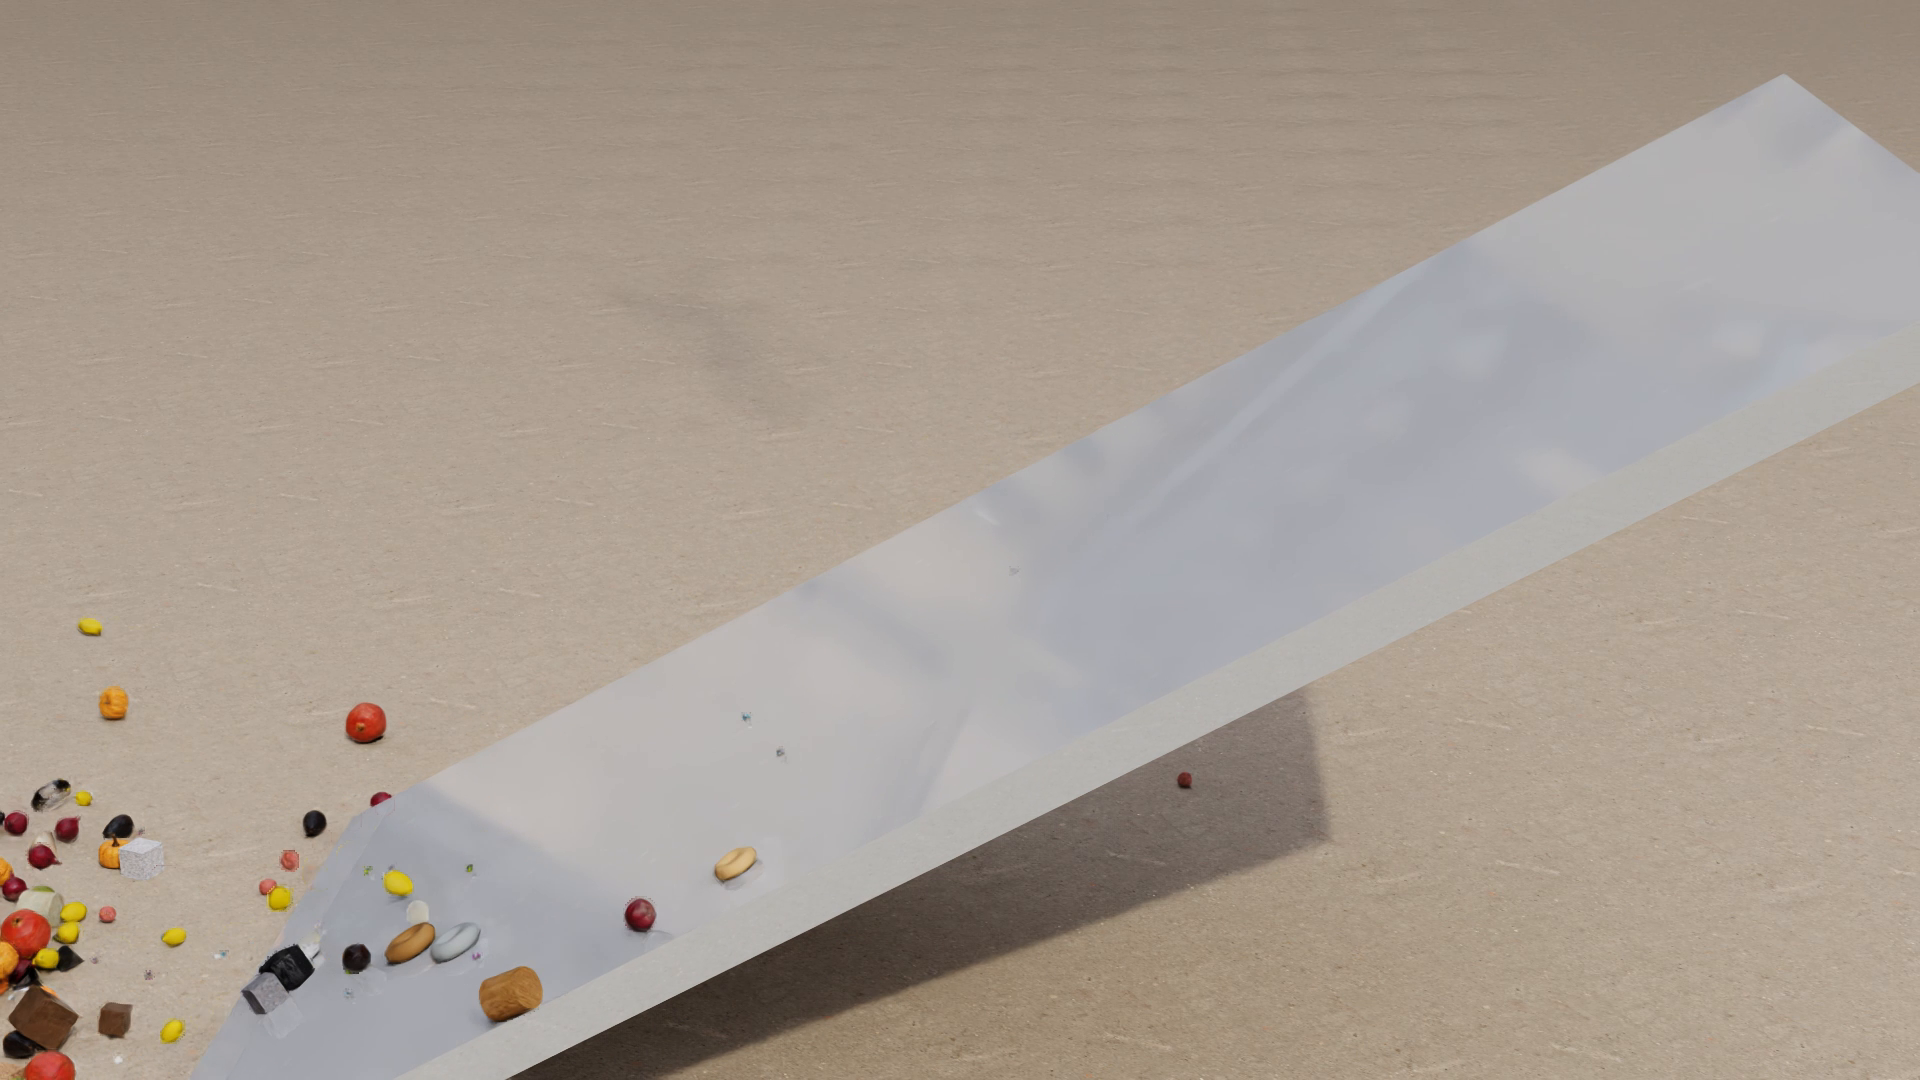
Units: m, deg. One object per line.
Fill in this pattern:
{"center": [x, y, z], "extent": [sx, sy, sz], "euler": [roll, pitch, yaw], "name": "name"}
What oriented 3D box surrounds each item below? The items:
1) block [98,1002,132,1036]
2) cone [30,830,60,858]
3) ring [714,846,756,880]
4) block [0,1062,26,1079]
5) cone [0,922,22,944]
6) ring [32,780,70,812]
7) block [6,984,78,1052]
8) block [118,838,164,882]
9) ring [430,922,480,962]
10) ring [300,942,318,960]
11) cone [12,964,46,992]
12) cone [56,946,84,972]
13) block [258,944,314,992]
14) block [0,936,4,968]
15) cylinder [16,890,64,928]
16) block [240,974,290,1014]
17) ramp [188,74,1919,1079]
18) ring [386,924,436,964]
{"center": [-1.908, 1.082, 6.642], "extent": [0.055, 0.055, 0.055], "euler": [8, 10, 1], "name": "block"}
{"center": [-2.347, 0.800, 7.588], "extent": [0.072, 0.072, 0.072], "euler": [37, 31, 18], "name": "cone"}
{"center": [-0.429, 0.617, 5.617], "extent": [0.089, 0.030, 0.089], "euler": [-28, 16, 8], "name": "ring"}
{"center": [-2.072, 1.183, 6.310], "extent": [0.092, 0.092, 0.092], "euler": [7, 19, 22], "name": "block"}
{"center": [-2.309, 0.957, 7.120], "extent": [0.052, 0.052, 0.052], "euler": [-20, 3, 38], "name": "cone"}
{"center": [-2.425, 0.682, 7.850], "extent": [0.038, 0.113, 0.113], "euler": [49, 39, 17], "name": "ring"}
{"center": [-2.052, 1.069, 6.583], "extent": [0.095, 0.095, 0.095], "euler": [41, -12, -34], "name": "block"}
{"center": [-2.081, 0.812, 7.479], "extent": [0.077, 0.077, 0.077], "euler": [8, 20, 24], "name": "block"}
{"center": [-1.046, 0.833, 6.092], "extent": [0.113, 0.038, 0.113], "euler": [-29, 13, 7], "name": "ring"}
{"center": [-1.480, 0.935, 6.631], "extent": [0.077, 0.026, 0.077], "euler": [-30, 13, 8], "name": "ring"}
{"center": [-2.184, 1.036, 6.864], "extent": [0.067, 0.067, 0.067], "euler": [-34, 27, -11], "name": "cone"}
{"center": [-2.105, 0.997, 6.988], "extent": [0.061, 0.061, 0.061], "euler": [14, -4, 37], "name": "cone"}
{"center": [-1.488, 0.951, 6.501], "extent": [0.071, 0.071, 0.071], "euler": [-22, 17, 31], "name": "block"}
{"center": [-2.325, 0.975, 6.969], "extent": [0.081, 0.081, 0.081], "euler": [-16, 24, -40], "name": "block"}
{"center": [-2.248, 0.902, 7.190], "extent": [0.084, 0.084, 0.084], "euler": [3, 18, 9], "name": "cylinder"}
{"center": [-1.521, 0.993, 6.436], "extent": [0.063, 0.063, 0.063], "euler": [-40, 17, -33], "name": "block"}
{"center": [0.142, 0.167, 6.283], "extent": [4.000, 0.100, 2.000], "euler": [-27, 14, 11], "name": "ramp"}
{"center": [-1.168, 0.857, 6.250], "extent": [0.117, 0.039, 0.117], "euler": [-29, 13, 8], "name": "ring"}
